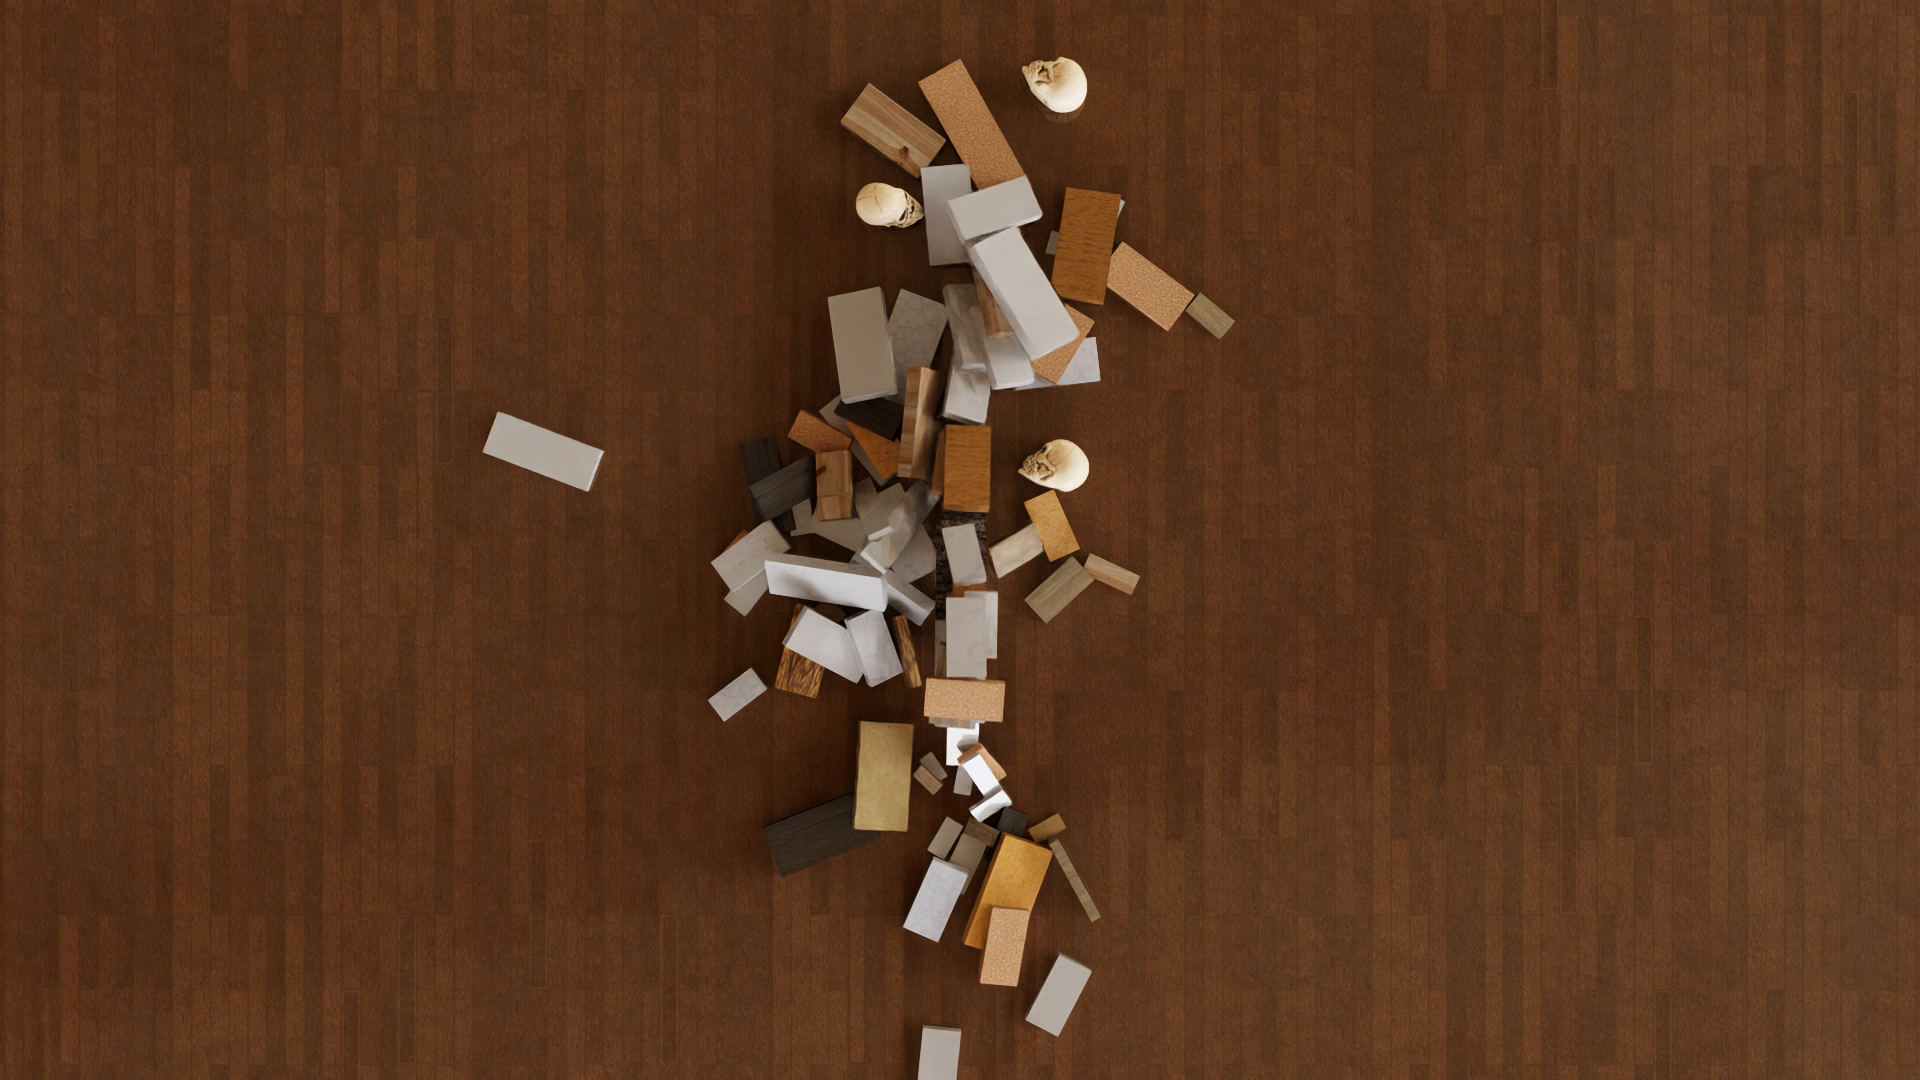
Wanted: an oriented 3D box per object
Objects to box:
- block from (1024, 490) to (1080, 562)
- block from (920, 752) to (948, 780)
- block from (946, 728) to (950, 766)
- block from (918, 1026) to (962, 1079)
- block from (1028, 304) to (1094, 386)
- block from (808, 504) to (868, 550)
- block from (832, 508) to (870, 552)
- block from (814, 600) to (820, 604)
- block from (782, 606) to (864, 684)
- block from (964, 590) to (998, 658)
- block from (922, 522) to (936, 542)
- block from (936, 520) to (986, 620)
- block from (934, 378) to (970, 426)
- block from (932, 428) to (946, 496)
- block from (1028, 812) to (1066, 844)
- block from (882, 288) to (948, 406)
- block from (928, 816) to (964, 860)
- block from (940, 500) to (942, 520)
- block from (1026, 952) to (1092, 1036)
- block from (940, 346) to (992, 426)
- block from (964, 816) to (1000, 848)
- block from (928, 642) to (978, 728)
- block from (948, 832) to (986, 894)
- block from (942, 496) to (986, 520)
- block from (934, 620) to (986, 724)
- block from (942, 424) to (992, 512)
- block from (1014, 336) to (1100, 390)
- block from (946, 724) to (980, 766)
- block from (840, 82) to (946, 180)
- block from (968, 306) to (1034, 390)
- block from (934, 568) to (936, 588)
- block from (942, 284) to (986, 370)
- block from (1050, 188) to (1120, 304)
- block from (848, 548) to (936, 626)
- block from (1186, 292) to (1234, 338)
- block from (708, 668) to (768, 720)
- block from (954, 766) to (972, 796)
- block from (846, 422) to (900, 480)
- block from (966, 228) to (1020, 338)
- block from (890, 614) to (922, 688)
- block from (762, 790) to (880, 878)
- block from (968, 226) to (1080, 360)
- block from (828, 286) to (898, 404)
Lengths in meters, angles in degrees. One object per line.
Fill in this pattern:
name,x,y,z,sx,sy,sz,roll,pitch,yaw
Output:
block,0.305,-0.048,5.485,0.108,0.031,0.216,-24,90,0
block,-0.089,0.758,5.493,0.049,0.014,0.097,-34,90,0
block,0.006,0.662,5.425,0.100,0.028,0.201,0,130,0
block,-0.072,1.750,5.482,0.127,0.036,0.254,6,90,0
block,0.329,-0.647,5.442,0.121,0.034,0.243,32,89,1
block,-0.394,-0.043,5.425,0.199,0.028,0.099,23,99,17
block,-0.331,-0.027,5.438,0.253,0.036,0.126,25,99,17
block,-0.478,0.157,5.488,0.163,0.023,0.081,36,90,0
block,-0.424,0.344,5.418,0.288,0.041,0.144,30,92,-25
block,0.062,0.258,5.030,0.102,0.029,0.203,1,99,-1
block,-0.158,0.000,5.490,0.139,0.020,0.070,-23,90,0
block,0.002,0.095,5.180,0.155,0.044,0.311,0,80,0
block,0.004,-0.483,5.438,0.117,0.033,0.234,22,74,-15
block,-0.021,-0.249,5.367,0.117,0.033,0.234,6,62,2
block,0.290,0.961,5.492,0.114,0.016,0.057,-29,90,0
block,-0.173,-0.632,5.475,0.180,0.051,0.359,20,90,0
block,-0.049,0.991,5.491,0.064,0.018,0.129,31,90,0
block,0.007,-0.026,5.371,0.147,0.294,0.042,2,128,0
block,0.327,1.511,5.483,0.121,0.034,0.242,27,90,0
block,0.031,-0.518,5.400,0.141,0.040,0.282,17,67,-17
block,0.072,0.966,5.463,0.114,0.016,0.057,23,90,32
block,-0.015,0.443,5.031,0.125,0.035,0.250,8,101,0
block,0.011,1.075,5.487,0.093,0.026,0.185,26,90,0
block,0.016,-0.179,5.410,0.147,0.042,0.294,2,61,0
block,0.000,0.411,5.160,0.158,0.045,0.317,1,90,0
block,0.023,-0.232,5.315,0.147,0.042,0.294,3,62,-3
block,0.315,-0.585,5.480,0.285,0.040,0.143,-7,90,0
block,0.009,0.656,5.383,0.100,0.028,0.201,1,130,-1
block,-0.220,-1.354,5.477,0.319,0.045,0.159,36,90,0
block,0.135,-0.637,5.394,0.141,0.040,0.282,-12,78,-26
block,0.000,0.059,5.355,0.155,0.311,0.044,4,120,0
block,0.041,-0.703,5.421,0.141,0.040,0.282,-6,75,-25
block,0.413,-0.970,5.443,0.180,0.051,0.360,9,87,5
block,-0.231,0.157,5.420,0.310,0.155,0.044,35,67,0
block,0.832,-0.746,5.489,0.150,0.021,0.075,40,90,0
block,-0.739,0.513,5.487,0.179,0.025,0.090,-37,90,0
block,0.016,0.790,5.473,0.057,0.016,0.114,10,109,0
block,-0.266,-0.323,5.448,0.112,0.032,0.225,-34,90,0
block,0.142,-0.844,5.406,0.180,0.051,0.360,-7,78,-26
block,-0.179,0.365,5.438,0.034,0.119,0.239,-13,90,-12
block,-0.459,0.971,5.475,0.351,0.050,0.176,-22,90,0
block,0.207,-0.804,5.365,0.180,0.051,0.414,-30,89,-28
block,-0.320,-0.640,5.421,0.180,0.051,0.359,-11,77,8
